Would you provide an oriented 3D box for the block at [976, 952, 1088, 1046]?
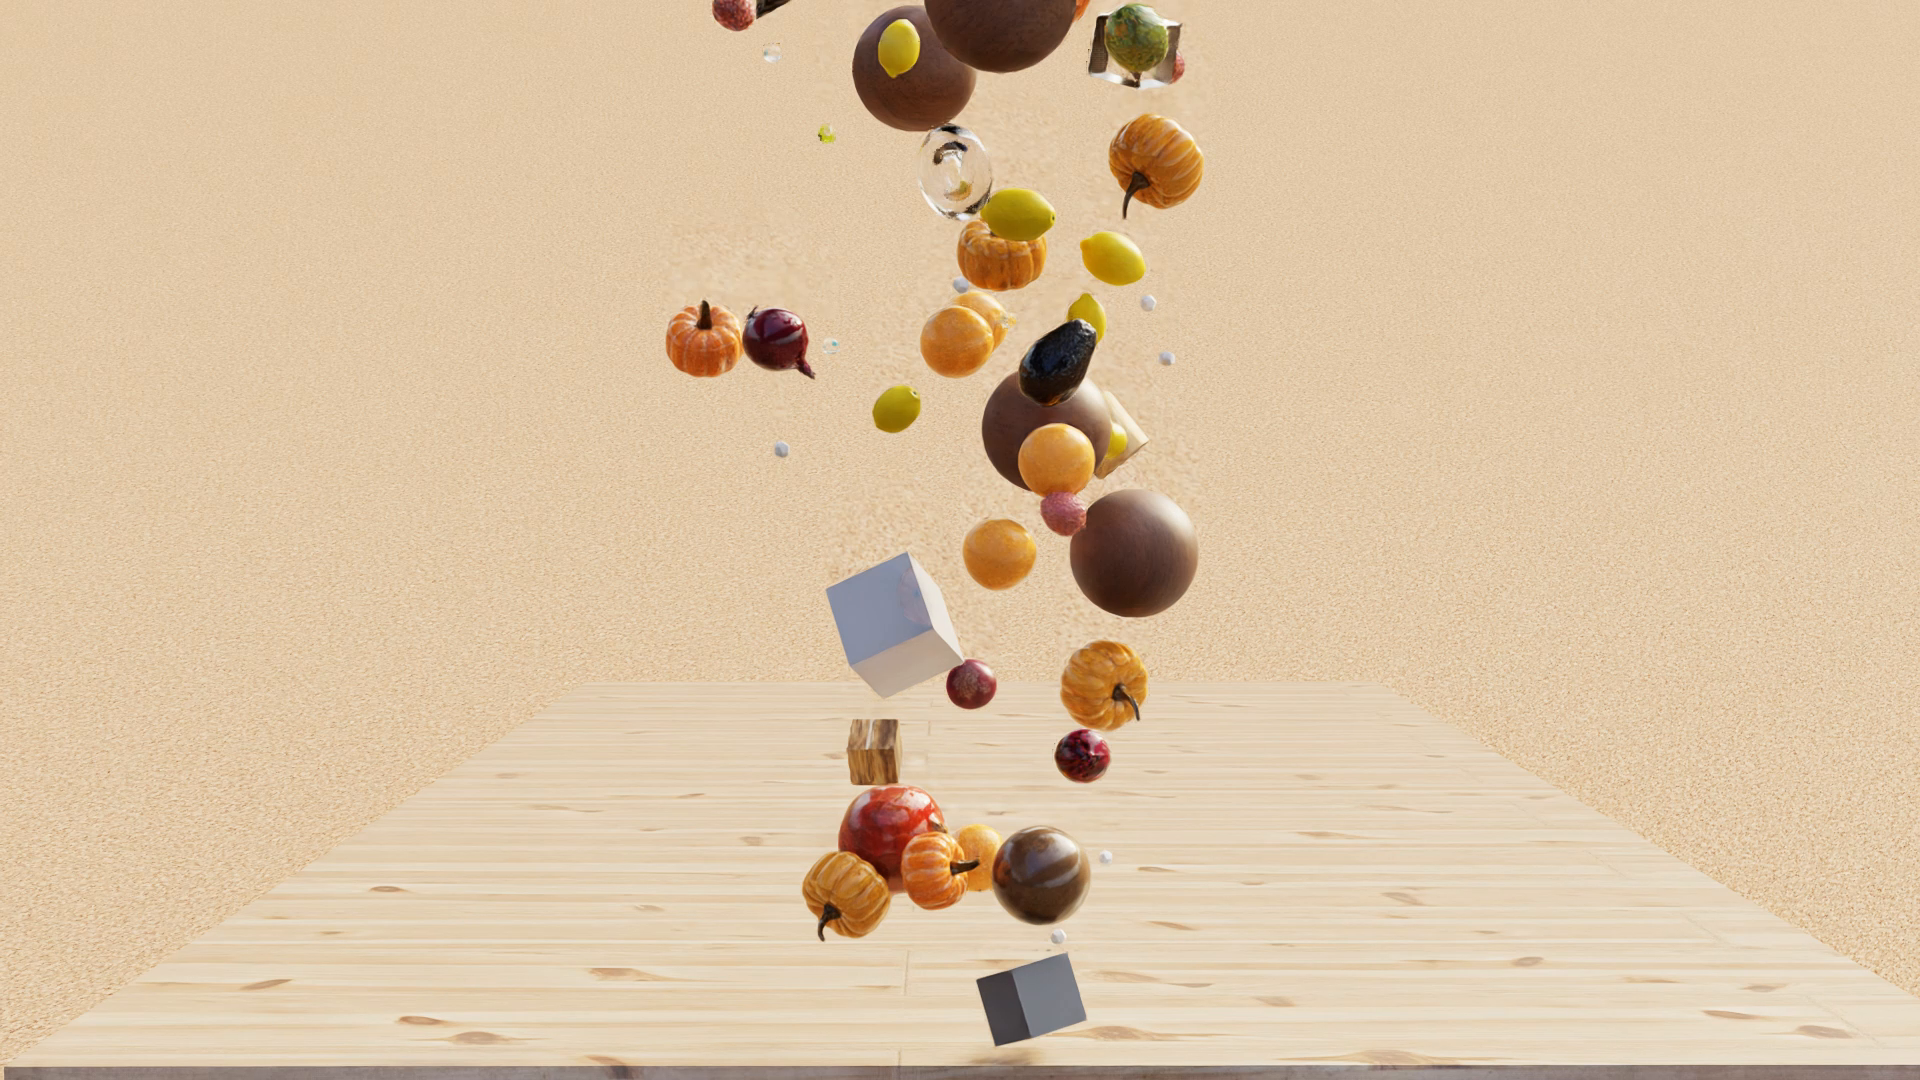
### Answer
[{"bbox_3d":[0.071,0.460,2.576,0.070,0.070,0.070,-11,-10,-34],"label":"block"}]

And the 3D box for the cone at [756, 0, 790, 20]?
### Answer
[{"bbox_3d":[-0.167,-0.522,2.402,0.092,0.092,0.092,20,73,38],"label":"cone"}]

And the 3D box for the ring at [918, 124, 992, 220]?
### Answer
[{"bbox_3d":[-0.005,-0.342,2.397,0.030,0.090,0.090,-17,28,-39],"label":"ring"}]

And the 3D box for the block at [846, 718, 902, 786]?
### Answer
[{"bbox_3d":[-0.099,0.247,2.992,0.055,0.055,0.055,-1,35,6],"label":"block"}]

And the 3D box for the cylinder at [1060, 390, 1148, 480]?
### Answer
[{"bbox_3d":[0.160,-0.116,2.850,0.071,0.071,0.071,51,37,3],"label":"cylinder"}]

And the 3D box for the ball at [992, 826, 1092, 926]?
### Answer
[{"bbox_3d":[0.081,0.335,2.568,0.100,0.100,0.100,0,23,0],"label":"ball"}]

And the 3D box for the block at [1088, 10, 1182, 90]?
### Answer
[{"bbox_3d":[0.180,-0.506,2.657,0.064,0.064,0.064,22,25,30],"label":"block"}]

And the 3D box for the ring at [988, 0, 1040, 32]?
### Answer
[{"bbox_3d":[0.059,-0.567,2.652,0.031,0.093,0.093,17,15,-26],"label":"ring"}]

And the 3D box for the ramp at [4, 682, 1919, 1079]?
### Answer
[{"bbox_3d":[0.054,0.489,4.541,2.000,0.100,4.000,0,2,0],"label":"ramp"}]

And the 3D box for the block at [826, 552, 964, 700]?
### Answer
[{"bbox_3d":[-0.069,0.091,2.731,0.097,0.097,0.097,-25,59,9],"label":"block"}]
